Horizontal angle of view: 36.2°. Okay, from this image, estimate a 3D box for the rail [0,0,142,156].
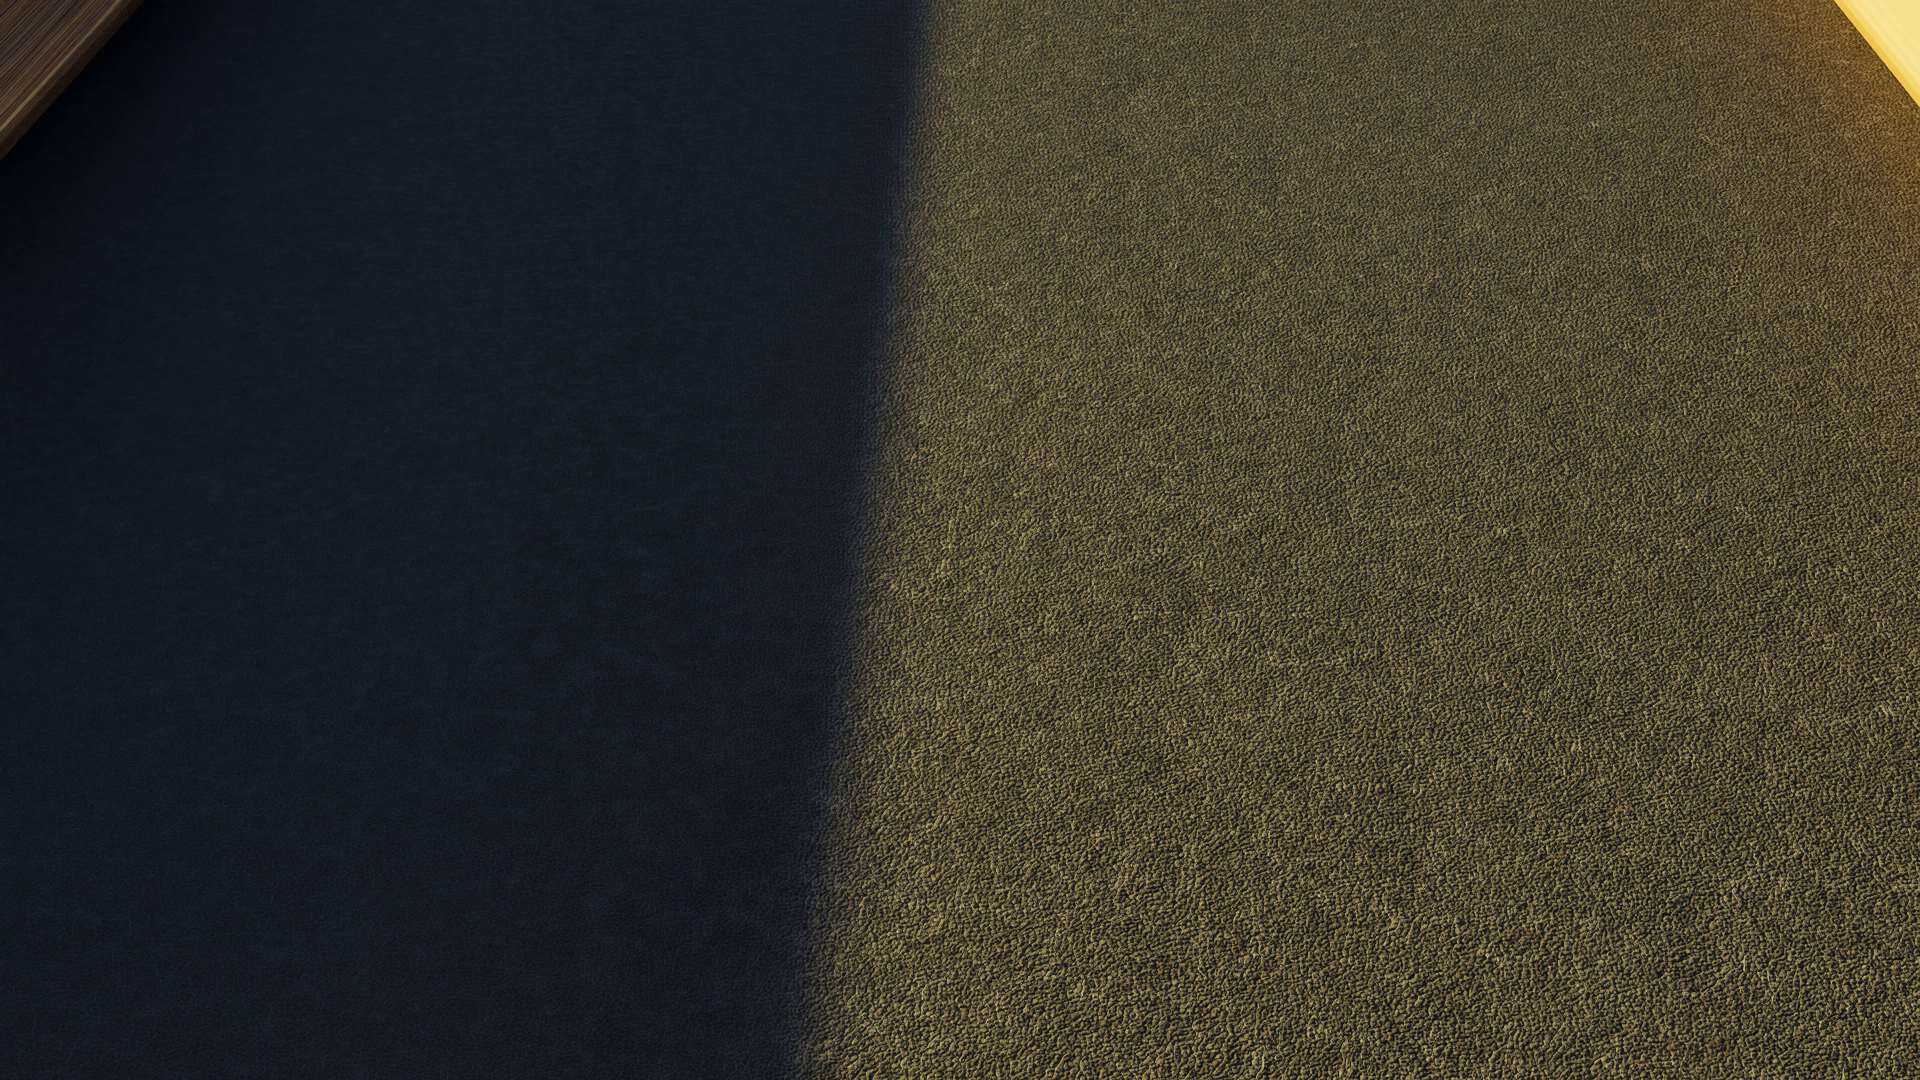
[{"bbox_3d":[-0.792,-0.396,2.508,0.045,0.117,3.193,1,28,1],"label":"rail"}]

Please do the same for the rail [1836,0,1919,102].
[{"bbox_3d":[0.830,-0.378,2.474,0.045,0.117,3.193,1,28,1],"label":"rail"}]
